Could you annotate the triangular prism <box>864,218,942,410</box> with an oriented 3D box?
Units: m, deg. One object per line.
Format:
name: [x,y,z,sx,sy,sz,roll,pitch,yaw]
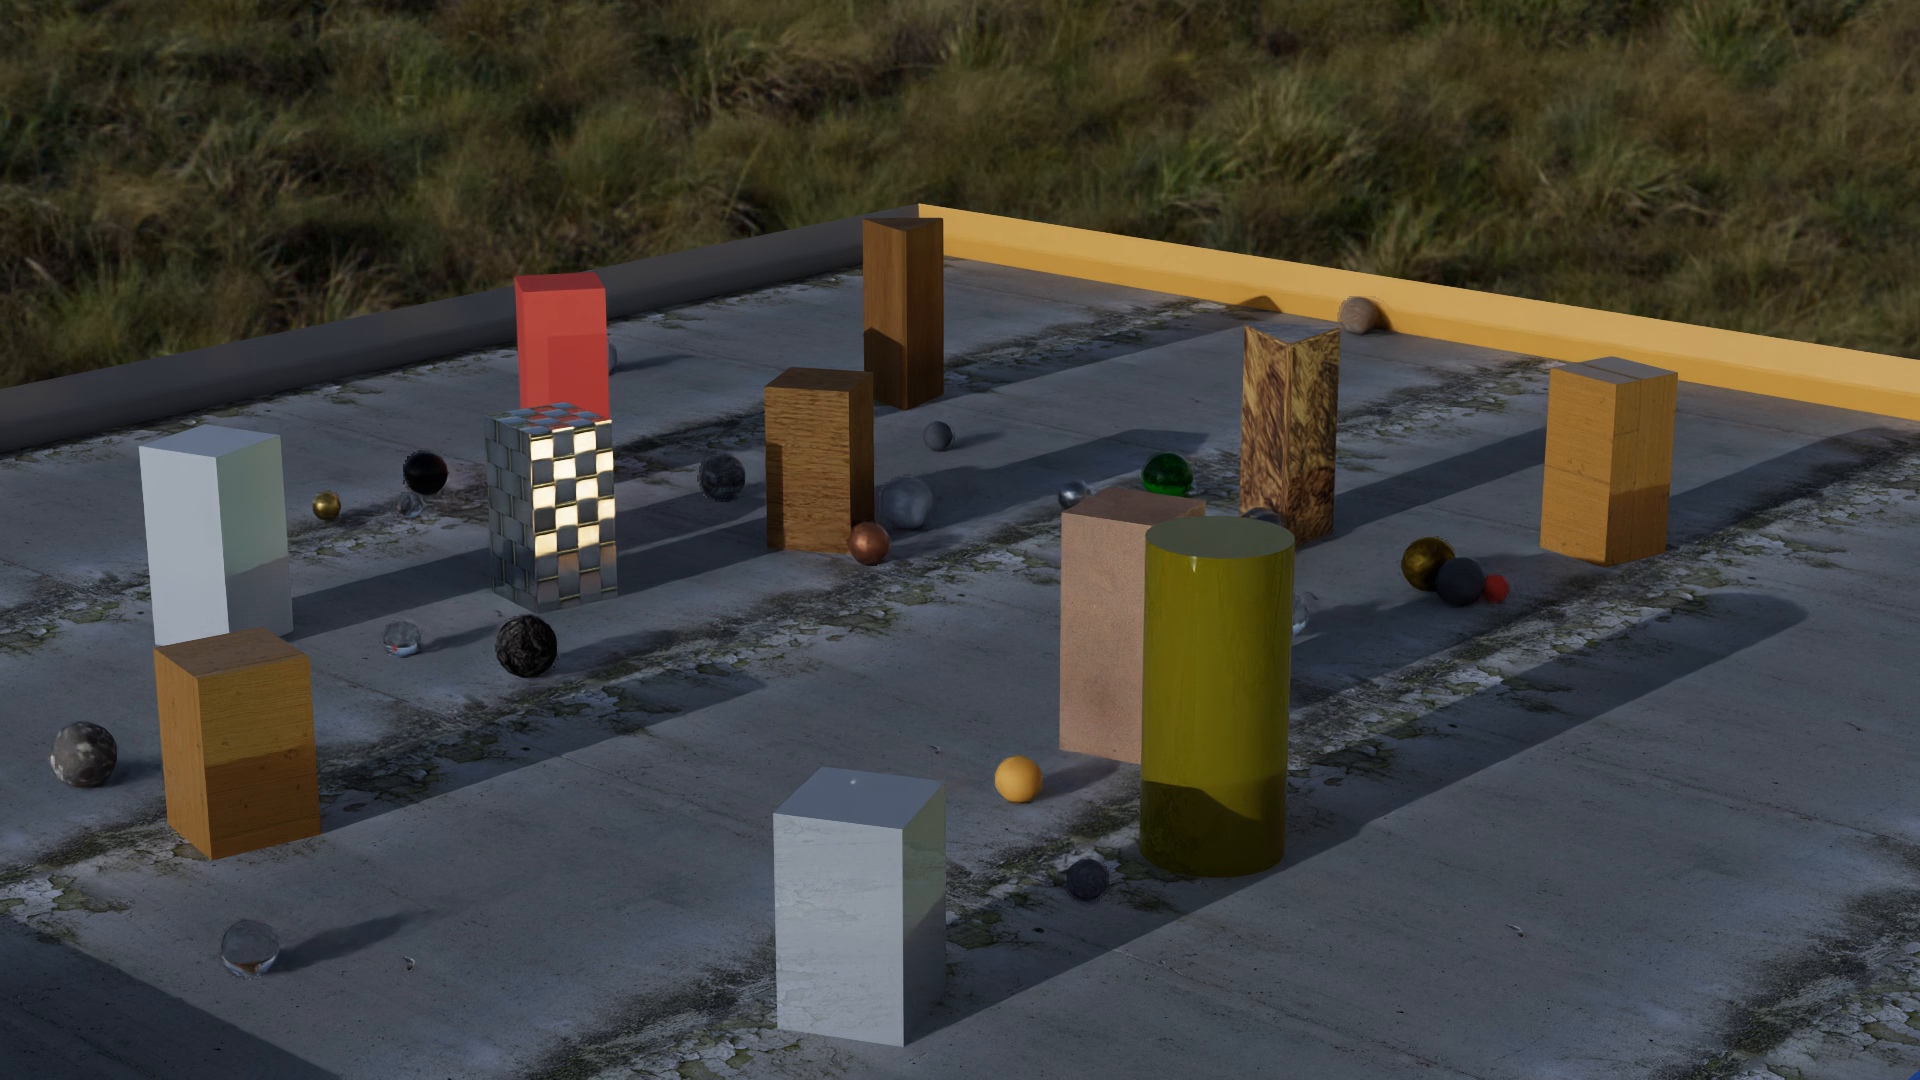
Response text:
triangular prism: [-0.102,-0.505,6.447,0.150,0.396,0.173,-10,20,-30]

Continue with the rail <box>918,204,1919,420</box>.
rail: [1.477,-0.458,6.749,4.256,0.130,0.045,14,22,39]

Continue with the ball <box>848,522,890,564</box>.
ball: [-0.165,0.006,5.305,0.077,0.077,0.077,0,17,0]

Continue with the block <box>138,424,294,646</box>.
block: [-1.232,0.000,4.866,0.160,0.341,0.160,8,19,25]

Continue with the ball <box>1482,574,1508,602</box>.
ball: [0.927,0.084,5.090,0.050,0.050,0.050,0,17,0]

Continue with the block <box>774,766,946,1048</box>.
block: [-0.118,0.438,3.522,0.160,0.277,0.160,5,18,17]

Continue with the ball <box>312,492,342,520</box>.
ball: [-1.204,-0.064,5.576,0.054,0.054,0.054,0,17,0]

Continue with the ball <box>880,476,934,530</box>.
ball: [-0.100,-0.070,5.515,0.100,0.100,0.100,0,17,0]

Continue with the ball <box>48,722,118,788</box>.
ball: [-1.272,0.312,4.255,0.096,0.096,0.096,0,17,0]

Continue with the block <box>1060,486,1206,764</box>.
block: [0.258,0.128,4.389,0.160,0.371,0.160,9,19,27]

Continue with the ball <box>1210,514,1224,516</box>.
ball: [0.473,-0.016,5.396,0.066,0.066,0.066,0,17,0]

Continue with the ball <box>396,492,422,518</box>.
ball: [-1.050,-0.065,5.587,0.050,0.050,0.050,0,17,0]

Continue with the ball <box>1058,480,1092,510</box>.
ball: [0.220,-0.083,5.621,0.063,0.063,0.063,0,17,0]

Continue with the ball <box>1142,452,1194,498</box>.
ball: [0.404,-0.123,5.694,0.098,0.098,0.098,0,17,0]

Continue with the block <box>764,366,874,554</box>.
block: [-0.258,-0.148,5.417,0.160,0.306,0.160,4,17,14]

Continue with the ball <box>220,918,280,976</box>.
ball: [-0.883,0.507,3.647,0.072,0.072,0.072,0,17,0]

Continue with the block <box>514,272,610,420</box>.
block: [-0.788,-0.317,5.822,0.160,0.397,0.160,-4,17,-13]

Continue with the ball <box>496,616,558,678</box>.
ball: [-0.697,0.172,4.714,0.099,0.099,0.099,0,17,0]

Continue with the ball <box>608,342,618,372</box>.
ball: [-0.823,-0.420,6.714,0.080,0.080,0.080,0,17,0]

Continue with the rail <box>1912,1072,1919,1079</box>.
rail: [1.589,0.430,3.799,0.045,0.130,4.553,14,22,39]

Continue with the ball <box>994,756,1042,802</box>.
ball: [0.083,0.343,4.201,0.068,0.068,0.068,0,17,0]

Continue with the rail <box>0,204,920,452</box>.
rail: [-1.589,-0.365,6.441,0.045,0.130,4.553,14,22,39]

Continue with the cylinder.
cylinder: [0.347,0.211,3.978,0.200,0.449,0.200,0,17,0]

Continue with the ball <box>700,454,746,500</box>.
ball: [-0.462,-0.122,5.708,0.089,0.089,0.089,0,17,0]

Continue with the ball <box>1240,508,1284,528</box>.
ball: [0.548,-0.016,5.355,0.089,0.089,0.089,0,17,0]

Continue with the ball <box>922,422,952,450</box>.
ball: [-0.046,-0.215,6.064,0.061,0.061,0.061,0,17,0]

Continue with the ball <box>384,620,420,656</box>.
ball: [-0.917,0.161,4.817,0.060,0.060,0.060,0,17,0]

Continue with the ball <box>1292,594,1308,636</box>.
ball: [0.545,0.124,4.909,0.077,0.077,0.077,0,17,0]

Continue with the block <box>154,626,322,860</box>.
block: [-1.003,0.280,4.072,0.160,0.262,0.160,-12,20,-34]

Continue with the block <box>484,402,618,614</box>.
block: [-0.710,-0.057,5.092,0.160,0.320,0.160,-12,21,-35]

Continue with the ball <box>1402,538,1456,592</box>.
ball: [0.823,0.043,5.148,0.095,0.095,0.095,0,17,0]

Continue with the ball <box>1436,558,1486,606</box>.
ball: [0.865,0.072,5.067,0.086,0.086,0.086,0,17,0]

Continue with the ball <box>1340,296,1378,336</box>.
ball: [0.965,-0.542,7.096,0.093,0.093,0.093,0,17,0]

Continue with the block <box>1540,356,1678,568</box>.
block: [1.182,-0.145,5.348,0.160,0.340,0.160,-11,20,-33]

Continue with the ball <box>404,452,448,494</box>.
ball: [-1.046,-0.131,5.744,0.085,0.085,0.085,0,17,0]

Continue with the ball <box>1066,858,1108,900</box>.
ball: [0.168,0.448,3.872,0.055,0.055,0.055,0,17,0]

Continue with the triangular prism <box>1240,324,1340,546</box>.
triangular prism: [0.588,-0.200,5.440,0.150,0.392,0.173,13,21,36]
